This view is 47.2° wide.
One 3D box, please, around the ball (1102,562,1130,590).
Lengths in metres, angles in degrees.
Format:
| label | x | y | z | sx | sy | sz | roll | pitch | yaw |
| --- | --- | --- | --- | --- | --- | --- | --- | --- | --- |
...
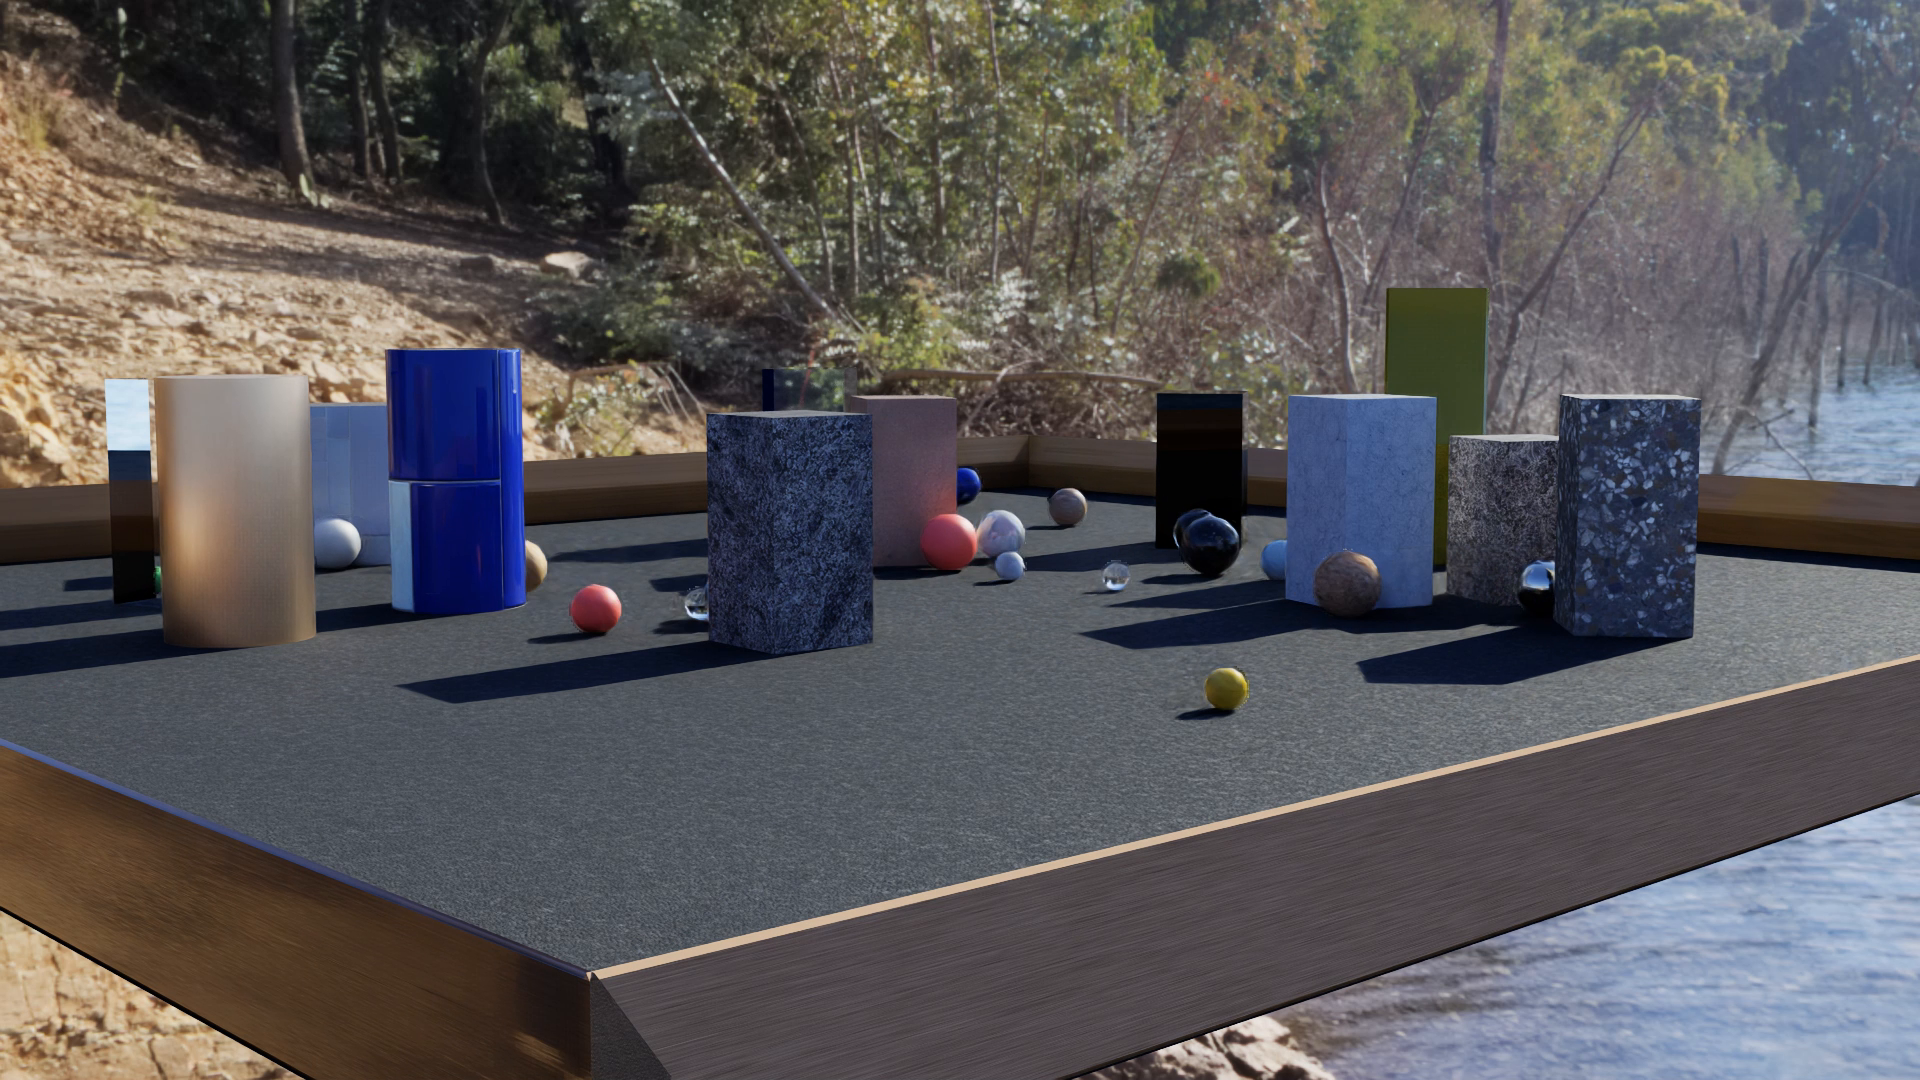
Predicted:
| label | x | y | z | sx | sy | sz | roll | pitch | yaw |
| --- | --- | --- | --- | --- | --- | --- | --- | --- | --- |
| ball | 0.250 | 0.059 | 3.514 | 0.044 | 0.044 | 0.044 | 0 | 6 | 0 |

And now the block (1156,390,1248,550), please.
| label | x | y | z | sx | sy | sz | roll | pitch | yaw |
| --- | --- | --- | --- | --- | --- | --- | --- | --- | --- |
| block | 0.462 | -0.136 | 4.183 | 0.159 | 0.292 | 0.159 | 1 | 6 | 11 |

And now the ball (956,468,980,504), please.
| label | x | y | z | sx | sy | sz | roll | pitch | yaw |
| --- | --- | --- | --- | --- | --- | --- | --- | --- | --- |
| ball | 0.007 | -0.127 | 5.108 | 0.083 | 0.083 | 0.083 | 0 | 6 | 0 |

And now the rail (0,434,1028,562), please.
| label | x | y | z | sx | sy | sz | roll | pitch | yaw |
| --- | --- | --- | --- | --- | --- | --- | --- | --- | --- |
| rail | -1.046 | -0.084 | 4.460 | 3.369 | 0.129 | 0.045 | -5 | 8 | -42 |

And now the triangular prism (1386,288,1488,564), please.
| label | x | y | z | sx | sy | sz | roll | pitch | yaw |
| --- | --- | --- | --- | --- | --- | --- | --- | --- | --- |
| triangular prism | 0.844 | -0.206 | 3.928 | 0.172 | 0.484 | 0.149 | 1 | 6 | 9 |

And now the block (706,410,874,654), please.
| label | x | y | z | sx | sy | sz | roll | pitch | yaw |
| --- | --- | --- | --- | --- | --- | --- | --- | --- | --- |
| block | -0.229 | -0.016 | 2.956 | 0.159 | 0.308 | 0.159 | -5 | 8 | -39 |

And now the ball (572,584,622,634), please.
| label | x | y | z | sx | sy | sz | roll | pitch | yaw |
| --- | --- | --- | --- | --- | --- | --- | --- | --- | --- |
| ball | -0.503 | 0.096 | 3.040 | 0.068 | 0.068 | 0.068 | 0 | 6 | 0 |

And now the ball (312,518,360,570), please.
| label | x | y | z | sx | sy | sz | roll | pitch | yaw |
| --- | --- | --- | --- | --- | --- | --- | --- | --- | --- |
| ball | -1.081 | 0.006 | 3.795 | 0.090 | 0.090 | 0.090 | 0 | 6 | 0 |

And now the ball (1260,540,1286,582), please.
| label | x | y | z | sx | sy | sz | roll | pitch | yaw |
| --- | --- | --- | --- | --- | --- | --- | --- | --- | --- |
| ball | 0.531 | 0.034 | 3.634 | 0.069 | 0.069 | 0.069 | 0 | 6 | 0 |

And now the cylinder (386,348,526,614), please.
| label | x | y | z | sx | sy | sz | roll | pitch | yaw |
| --- | --- | --- | --- | --- | --- | --- | --- | --- | --- |
| cylinder | -0.760 | -0.094 | 3.320 | 0.199 | 0.387 | 0.199 | 0 | 6 | 0 |

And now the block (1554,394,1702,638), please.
| label | x | y | z | sx | sy | sz | roll | pitch | yaw |
| --- | --- | --- | --- | --- | --- | --- | --- | --- | --- |
| block | 0.931 | -0.037 | 3.077 | 0.159 | 0.326 | 0.159 | 1 | 6 | 5 |

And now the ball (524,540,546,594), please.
| label | x | y | z | sx | sy | sz | roll | pitch | yaw |
| --- | --- | --- | --- | --- | --- | --- | --- | --- | --- |
| ball | -0.695 | 0.042 | 3.465 | 0.087 | 0.087 | 0.087 | 0 | 6 | 0 |

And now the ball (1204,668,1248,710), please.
| label | x | y | z | sx | sy | sz | roll | pitch | yaw |
| --- | --- | --- | --- | --- | --- | --- | --- | --- | --- |
| ball | 0.297 | 0.167 | 2.459 | 0.048 | 0.048 | 0.048 | 0 | 6 | 0 |

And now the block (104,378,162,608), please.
| label | x | y | z | sx | sy | sz | roll | pitch | yaw |
| --- | --- | --- | --- | --- | --- | --- | --- | --- | --- |
| block | -1.182 | -0.076 | 3.369 | 0.159 | 0.342 | 0.159 | 3 | 7 | 25 |

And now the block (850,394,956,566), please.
| label | x | y | z | sx | sy | sz | roll | pitch | yaw |
| --- | --- | --- | --- | --- | --- | --- | --- | --- | --- |
| block | -0.102 | -0.108 | 3.918 | 0.159 | 0.292 | 0.159 | -1 | 6 | -14 |

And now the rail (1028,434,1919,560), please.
| label | x | y | z | sx | sy | sz | roll | pitch | yaw |
| --- | --- | --- | --- | --- | --- | --- | --- | --- | --- |
| rail | 1.221 | -0.083 | 4.452 | 0.045 | 0.129 | 3.133 | -5 | 8 | -42 |

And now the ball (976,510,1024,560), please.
| label | x | y | z | sx | sy | sz | roll | pitch | yaw |
| --- | --- | --- | --- | --- | --- | --- | --- | --- | --- |
| ball | 0.072 | -0.009 | 3.950 | 0.089 | 0.089 | 0.089 | 0 | 6 | 0 |

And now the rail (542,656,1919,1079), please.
| label | x | y | z | sx | sy | sz | roll | pitch | yaw |
| --- | --- | --- | --- | --- | --- | --- | --- | --- | --- |
| rail | 1.046 | 0.151 | 2.204 | 3.369 | 0.129 | 0.045 | -5 | 8 | -42 |

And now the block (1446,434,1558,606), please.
| label | x | y | z | sx | sy | sz | roll | pitch | yaw |
| --- | --- | --- | --- | --- | --- | --- | --- | --- | --- |
| block | 0.869 | -0.034 | 3.416 | 0.159 | 0.249 | 0.159 | -2 | 6 | -17 |

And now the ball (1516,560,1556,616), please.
| label | x | y | z | sx | sy | sz | roll | pitch | yaw |
| --- | --- | --- | --- | --- | --- | --- | --- | --- | --- |
| ball | 0.856 | 0.070 | 3.217 | 0.084 | 0.084 | 0.084 | 0 | 6 | 0 |

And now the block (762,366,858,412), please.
| label | x | y | z | sx | sy | sz | roll | pitch | yaw |
| --- | --- | --- | --- | --- | --- | --- | --- | --- | --- |
| block | -0.295 | -0.174 | 4.355 | 0.159 | 0.332 | 0.159 | 1 | 6 | 7 |

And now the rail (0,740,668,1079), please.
| label | x | y | z | sx | sy | sz | roll | pitch | yaw |
| --- | --- | --- | --- | --- | --- | --- | --- | --- | --- |
| rail | -1.221 | 0.150 | 2.211 | 0.045 | 0.129 | 3.133 | -5 | 8 | -42 |

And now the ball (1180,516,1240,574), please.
| label | x | y | z | sx | sy | sz | roll | pitch | yaw |
| --- | --- | --- | --- | --- | --- | --- | --- | --- | --- |
| ball | 0.424 | 0.009 | 3.720 | 0.100 | 0.100 | 0.100 | 0 | 6 | 0 |

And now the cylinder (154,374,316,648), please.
| label | x | y | z | sx | sy | sz | roll | pitch | yaw |
| --- | --- | --- | --- | --- | --- | --- | --- | --- | --- |
| cylinder | -0.985 | -0.044 | 2.993 | 0.199 | 0.356 | 0.199 | 0 | 6 | 0 |

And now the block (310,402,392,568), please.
| label | x | y | z | sx | sy | sz | roll | pitch | yaw |
| --- | --- | --- | --- | --- | --- | --- | --- | --- | --- |
| block | -1.077 | -0.102 | 3.919 | 0.159 | 0.280 | 0.159 | -2 | 6 | -20 |

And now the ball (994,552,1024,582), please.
| label | x | y | z | sx | sy | sz | roll | pitch | yaw |
| --- | --- | --- | --- | --- | --- | --- | --- | --- | --- |
| ball | 0.082 | 0.043 | 3.636 | 0.049 | 0.049 | 0.049 | 0 | 6 | 0 |

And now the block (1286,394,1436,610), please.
| label | x | y | z | sx | sy | sz | roll | pitch | yaw |
| --- | --- | --- | --- | --- | --- | --- | --- | --- | --- |
| block | 0.611 | -0.062 | 3.360 | 0.159 | 0.315 | 0.159 | -3 | 7 | -24 |

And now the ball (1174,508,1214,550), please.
| label | x | y | z | sx | sy | sz | roll | pitch | yaw |
| --- | --- | --- | --- | --- | --- | --- | --- | --- | --- |
| ball | 0.432 | -0.014 | 4.000 | 0.087 | 0.087 | 0.087 | 0 | 6 | 0 |

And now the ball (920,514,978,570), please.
| label | x | y | z | sx | sy | sz | roll | pitch | yaw |
| --- | --- | --- | --- | --- | --- | --- | --- | --- | --- |
| ball | -0.018 | 0.003 | 3.781 | 0.099 | 0.099 | 0.099 | 0 | 6 | 0 |

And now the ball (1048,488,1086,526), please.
| label | x | y | z | sx | sy | sz | roll | pitch | yaw |
| --- | --- | --- | --- | --- | --- | --- | --- | --- | --- |
| ball | 0.224 | -0.069 | 4.567 | 0.079 | 0.079 | 0.079 | 0 | 6 | 0 |

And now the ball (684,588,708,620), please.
| label | x | y | z | sx | sy | sz | roll | pitch | yaw |
| --- | --- | --- | --- | --- | --- | --- | --- | --- | --- |
| ball | -0.376 | 0.093 | 3.180 | 0.045 | 0.045 | 0.045 | 0 | 6 | 0 |

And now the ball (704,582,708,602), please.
| label | x | y | z | sx | sy | sz | roll | pitch | yaw |
| --- | --- | --- | --- | --- | --- | --- | --- | --- | --- |
| ball | -0.323 | 0.074 | 3.147 | 0.082 | 0.082 | 0.082 | 0 | 6 | 0 |

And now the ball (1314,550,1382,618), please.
| label | x | y | z | sx | sy | sz | roll | pitch | yaw |
| --- | --- | --- | --- | --- | --- | --- | --- | --- | --- |
| ball | 0.564 | 0.065 | 3.198 | 0.097 | 0.097 | 0.097 | 0 | 6 | 0 |
